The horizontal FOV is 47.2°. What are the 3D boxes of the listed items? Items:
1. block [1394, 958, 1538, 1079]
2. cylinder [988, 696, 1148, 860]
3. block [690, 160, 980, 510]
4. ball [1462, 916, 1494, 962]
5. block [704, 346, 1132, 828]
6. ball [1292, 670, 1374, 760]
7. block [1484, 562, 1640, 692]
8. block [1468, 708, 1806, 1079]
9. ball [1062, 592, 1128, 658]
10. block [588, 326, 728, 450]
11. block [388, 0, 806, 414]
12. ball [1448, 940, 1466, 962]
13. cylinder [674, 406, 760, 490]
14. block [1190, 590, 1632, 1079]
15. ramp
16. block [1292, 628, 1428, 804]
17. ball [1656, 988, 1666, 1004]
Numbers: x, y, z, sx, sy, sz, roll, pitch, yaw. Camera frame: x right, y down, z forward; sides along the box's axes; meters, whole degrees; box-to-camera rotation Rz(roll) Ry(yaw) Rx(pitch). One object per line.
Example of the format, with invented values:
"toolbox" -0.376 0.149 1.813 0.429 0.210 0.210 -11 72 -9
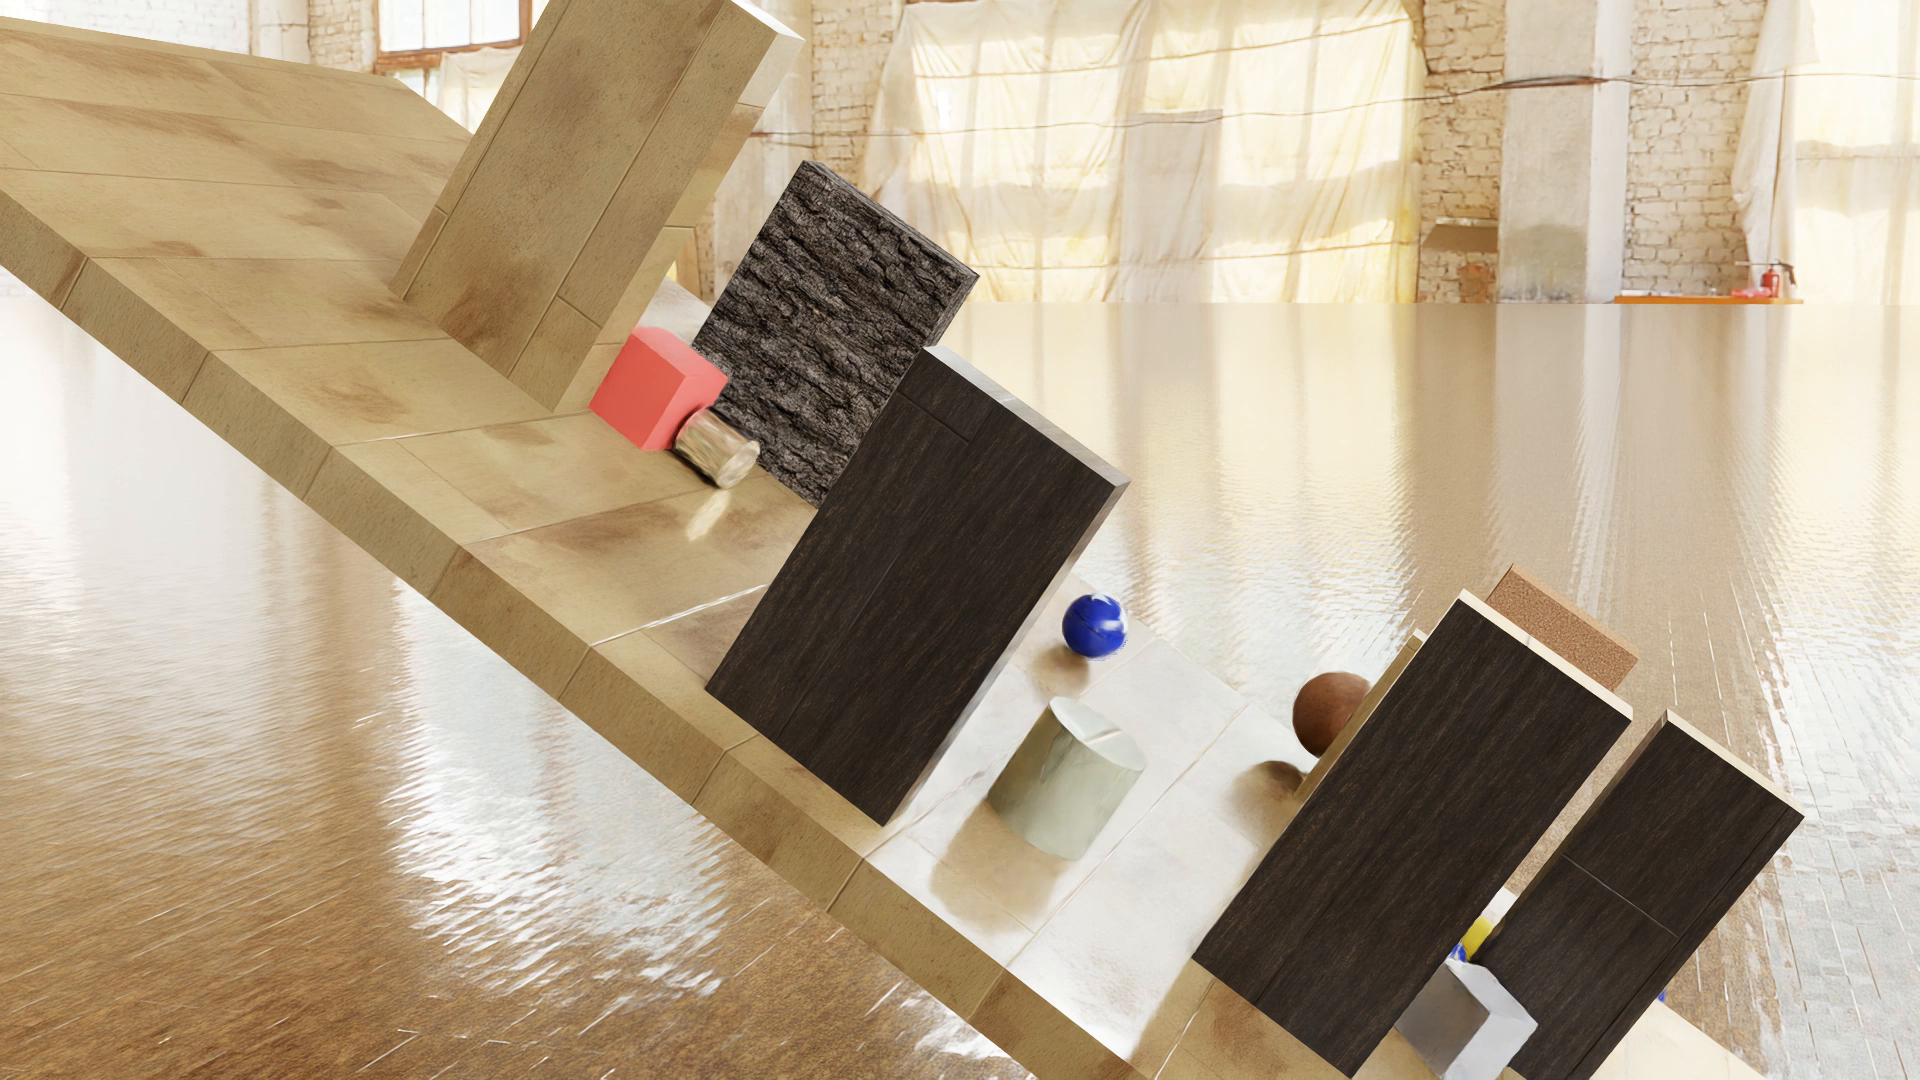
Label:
"block" 0.842 0.808 3.683 0.143 0.143 0.143 20 20 -41
"cylinder" 0.173 0.383 3.537 0.187 0.187 0.187 31 15 -10
"block" -0.278 -0.404 4.340 0.399 0.550 0.098 36 15 10
"ball" 0.955 0.758 4.118 0.115 0.115 0.115 0 7 0
"block" -0.067 0.068 3.201 0.339 0.613 0.104 36 15 10
"ball" 0.816 0.382 4.738 0.201 0.201 0.201 0 7 0
"block" 1.101 0.389 4.599 0.309 0.612 0.125 36 15 10
"block" 1.138 0.640 3.815 0.269 0.659 0.106 36 15 10
"ball" 0.275 0.175 4.485 0.135 0.135 0.135 0 7 0
"block" -0.572 -0.284 4.109 0.165 0.165 0.165 38 16 16
"block" -0.655 -0.665 3.923 0.394 0.787 0.131 36 15 10
"ball" 0.823 0.738 3.872 0.135 0.135 0.135 0 7 0
"cylinder" -0.453 -0.173 4.109 0.114 0.114 0.114 38 20 16
"block" 0.686 0.453 3.375 0.305 0.707 0.103 36 15 10
"ramp" -0.112 0.192 4.092 4.000 0.100 2.000 36 15 10
"block" 0.966 0.473 4.432 0.416 0.420 0.081 36 15 10
"ball" 1.632 1.105 5.401 0.193 0.193 0.193 0 7 0
